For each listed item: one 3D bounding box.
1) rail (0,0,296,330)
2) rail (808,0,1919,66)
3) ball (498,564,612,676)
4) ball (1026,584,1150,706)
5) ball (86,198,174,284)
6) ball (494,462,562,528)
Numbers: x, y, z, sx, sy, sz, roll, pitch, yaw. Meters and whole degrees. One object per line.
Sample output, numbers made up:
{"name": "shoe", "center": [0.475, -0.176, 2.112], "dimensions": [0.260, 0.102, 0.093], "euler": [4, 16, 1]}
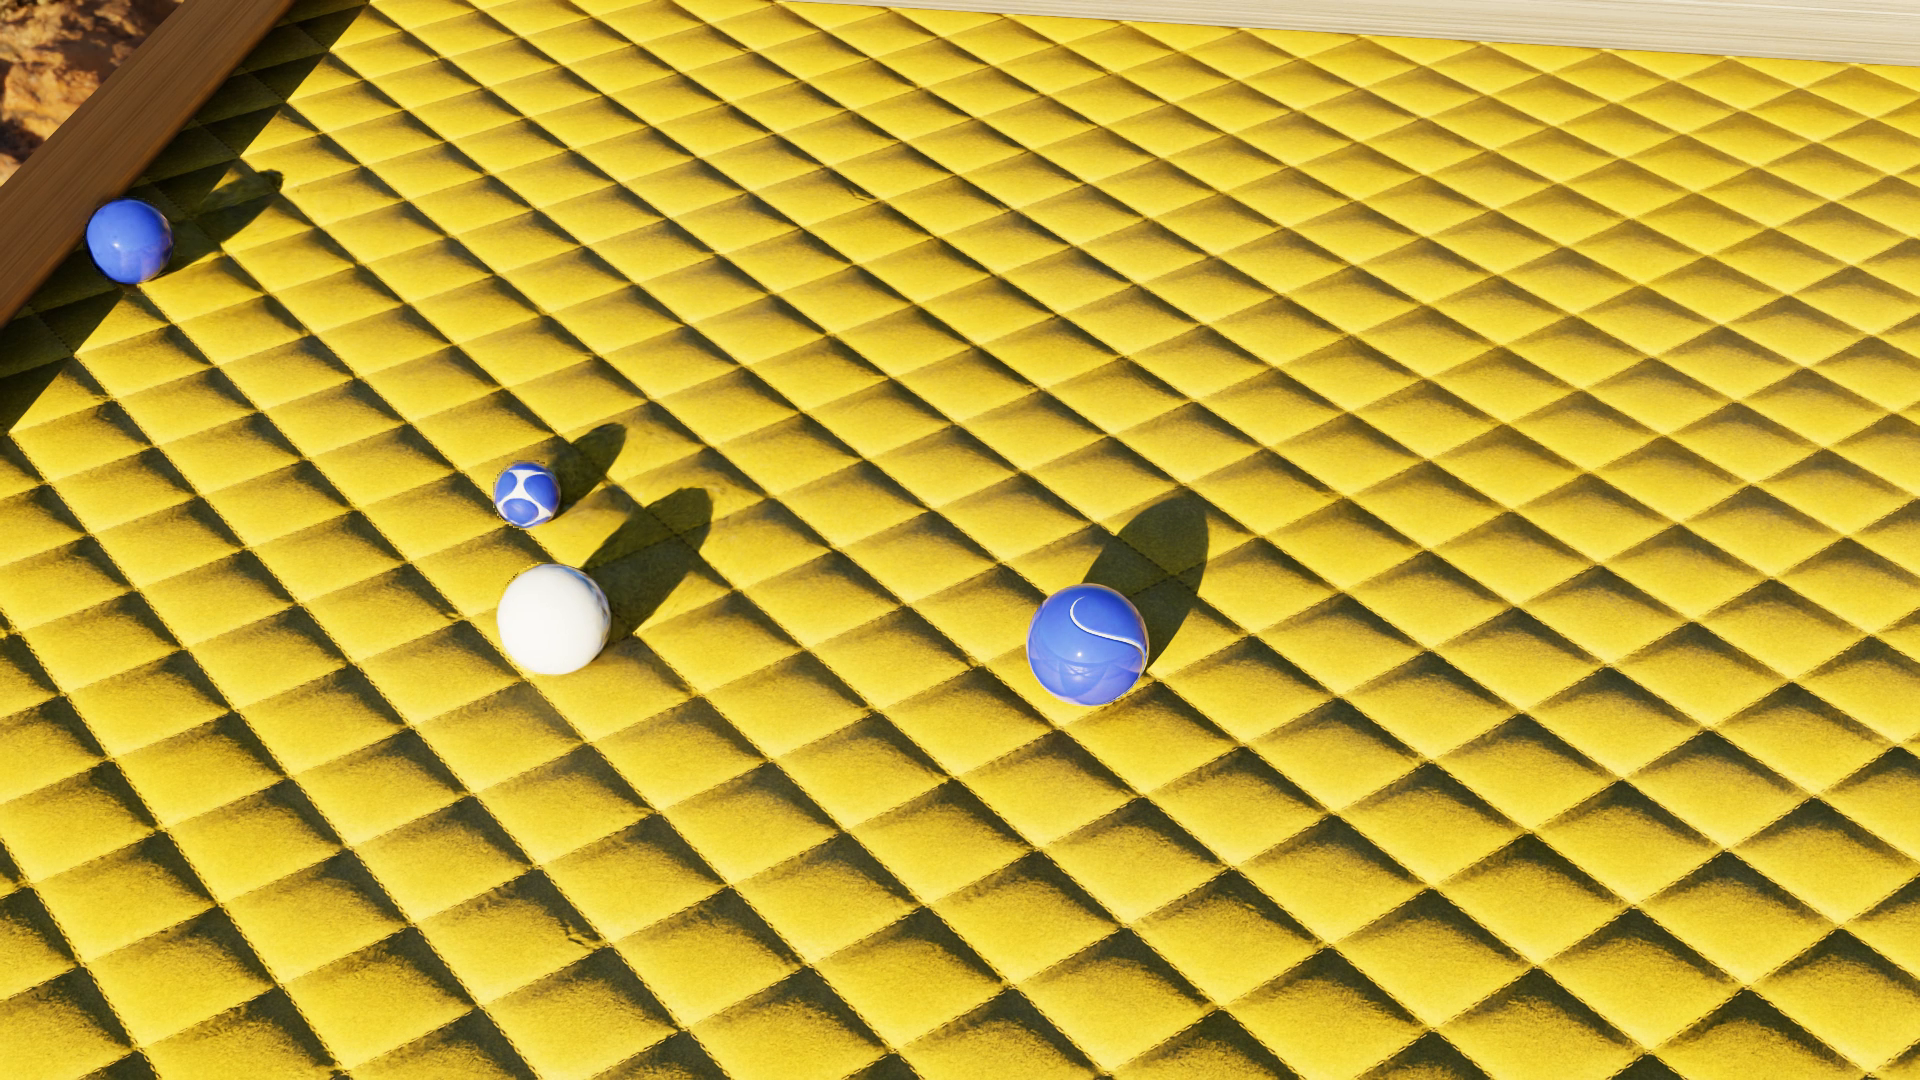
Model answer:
{"name": "rail", "center": [-0.832, -0.085, 1.959], "dimensions": [0.045, 0.110, 2.073], "euler": [5, 35, 7]}
{"name": "rail", "center": [1.000, -0.518, 2.581], "dimensions": [3.457, 0.110, 0.045], "euler": [5, 35, 7]}
{"name": "ball", "center": [-0.282, 0.055, 1.786], "dimensions": [0.078, 0.078, 0.078], "euler": [0, 35, 0]}
{"name": "ball", "center": [0.087, 0.072, 1.756], "dimensions": [0.085, 0.085, 0.085], "euler": [0, 35, 0]}
{"name": "ball", "center": [-0.726, -0.261, 2.245], "dimensions": [0.074, 0.074, 0.074], "euler": [0, 35, 0]}
{"name": "ball", "center": [-0.327, -0.034, 1.939], "dimensions": [0.050, 0.050, 0.050], "euler": [0, 35, 0]}
